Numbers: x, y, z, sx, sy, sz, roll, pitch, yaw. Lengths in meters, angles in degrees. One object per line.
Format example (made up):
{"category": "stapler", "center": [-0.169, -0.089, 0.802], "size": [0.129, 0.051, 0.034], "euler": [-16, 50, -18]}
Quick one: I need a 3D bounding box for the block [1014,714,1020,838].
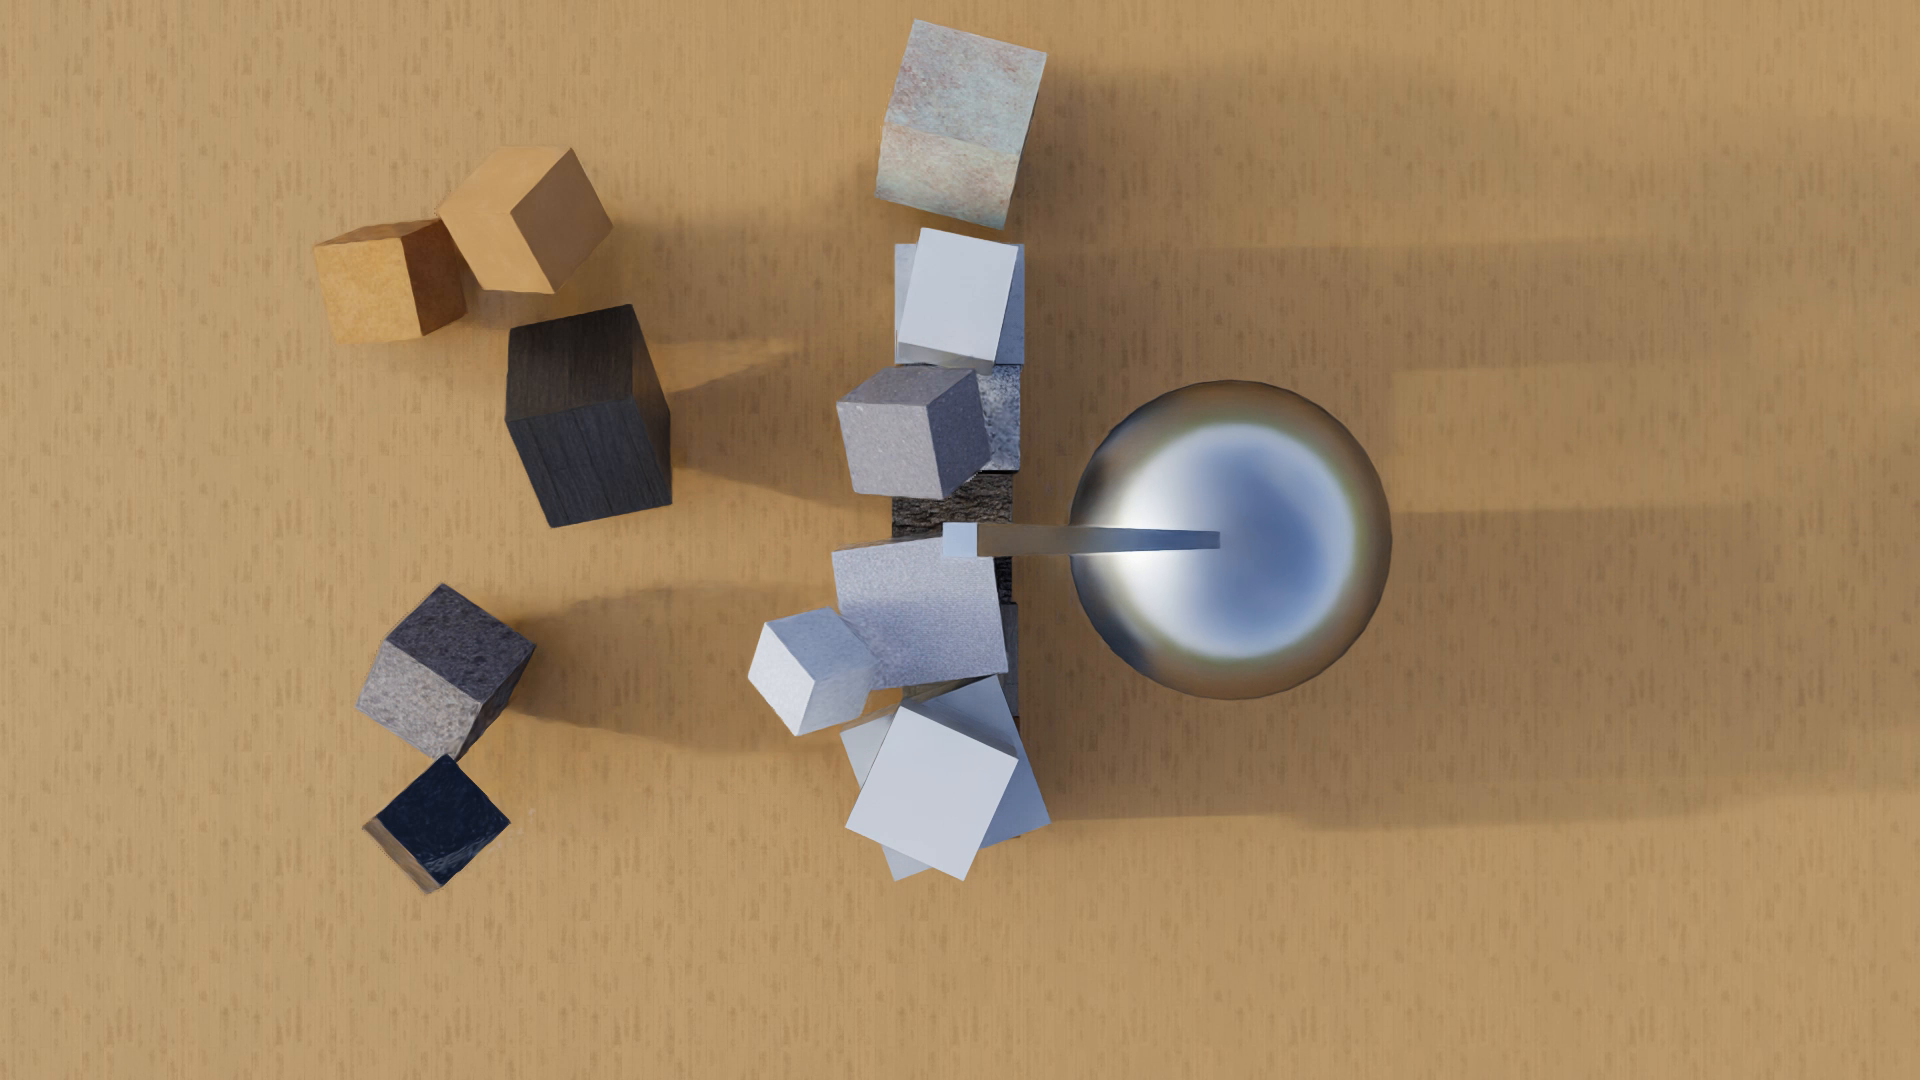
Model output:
{"category": "block", "center": [0.015, 1.332, 12.651], "size": [0.642, 0.698, 0.675], "euler": [0, 90, 0]}

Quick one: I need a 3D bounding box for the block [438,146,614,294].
{"category": "block", "center": [-2.411, -1.785, 12.232], "size": [0.564, 0.552, 0.590], "euler": [8, 48, 34]}

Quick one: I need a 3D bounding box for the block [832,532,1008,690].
{"category": "block", "center": [-0.206, 0.364, 11.971], "size": [0.842, 0.702, 0.758], "euler": [-8, 93, 1]}

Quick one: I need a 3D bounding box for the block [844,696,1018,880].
{"category": "block", "center": [-0.139, 1.254, 11.219], "size": [0.645, 0.676, 0.660], "euler": [24, 90, 0]}

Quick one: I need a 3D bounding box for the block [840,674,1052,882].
{"category": "block", "center": [-0.076, 1.251, 11.930], "size": [0.880, 0.744, 0.832], "euler": [-20, 90, 0]}

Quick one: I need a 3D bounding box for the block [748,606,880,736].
{"category": "block", "center": [-0.767, 0.682, 11.492], "size": [0.470, 0.419, 0.390], "euler": [47, 133, 32]}

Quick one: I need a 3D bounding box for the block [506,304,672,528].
{"category": "block", "center": [-2.082, -0.697, 12.411], "size": [0.708, 0.833, 0.799], "euler": [-11, 45, 2]}

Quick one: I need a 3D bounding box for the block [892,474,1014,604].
{"category": "block", "center": [-0.045, -0.009, 12.663], "size": [0.677, 0.675, 0.726], "euler": [1, 90, 0]}

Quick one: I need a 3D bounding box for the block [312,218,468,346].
{"category": "block", "center": [-3.247, -1.481, 12.571], "size": [0.548, 0.593, 0.569], "euler": [-4, 108, 15]}

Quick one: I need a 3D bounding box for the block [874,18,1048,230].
{"category": "block", "center": [-0.002, -2.350, 12.499], "size": [0.768, 0.782, 0.704], "euler": [15, 66, 0]}

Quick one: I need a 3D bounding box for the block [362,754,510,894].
{"category": "block", "center": [-2.881, 1.565, 12.092], "size": [0.518, 0.577, 0.502], "euler": [48, 66, -5]}

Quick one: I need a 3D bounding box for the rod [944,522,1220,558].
{"category": "rod", "center": [0.579, 0.000, 7.616], "size": [0.080, 5.200, 0.080], "euler": [0, 90, 13]}

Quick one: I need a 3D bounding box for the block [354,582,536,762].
{"category": "block", "center": [-2.939, 0.779, 12.572], "size": [0.651, 0.601, 0.616], "euler": [34, 128, 0]}

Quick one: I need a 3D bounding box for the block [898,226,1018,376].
{"category": "block", "center": [-0.014, -1.290, 12.008], "size": [0.525, 0.661, 0.625], "euler": [12, 87, 0]}

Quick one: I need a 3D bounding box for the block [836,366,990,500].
{"category": "block", "center": [-0.246, -0.586, 11.812], "size": [0.566, 0.523, 0.531], "euler": [5, 118, 31]}

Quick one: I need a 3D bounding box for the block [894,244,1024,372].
{"category": "block", "center": [-0.002, -1.328, 12.677], "size": [0.727, 0.646, 0.676], "euler": [0, 90, 0]}

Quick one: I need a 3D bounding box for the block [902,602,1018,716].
{"category": "block", "center": [0.002, 0.681, 12.707], "size": [0.654, 0.586, 0.628], "euler": [0, 90, 0]}

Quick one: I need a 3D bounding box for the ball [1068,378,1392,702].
{"category": "ball", "center": [1.337, 0.000, 10.931], "size": [1.600, 1.600, 1.600], "euler": [0, 90, 0]}

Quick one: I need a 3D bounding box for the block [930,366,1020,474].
{"category": "block", "center": [-0.006, -0.686, 12.665], "size": [0.685, 0.669, 0.587], "euler": [0, 90, 0]}
